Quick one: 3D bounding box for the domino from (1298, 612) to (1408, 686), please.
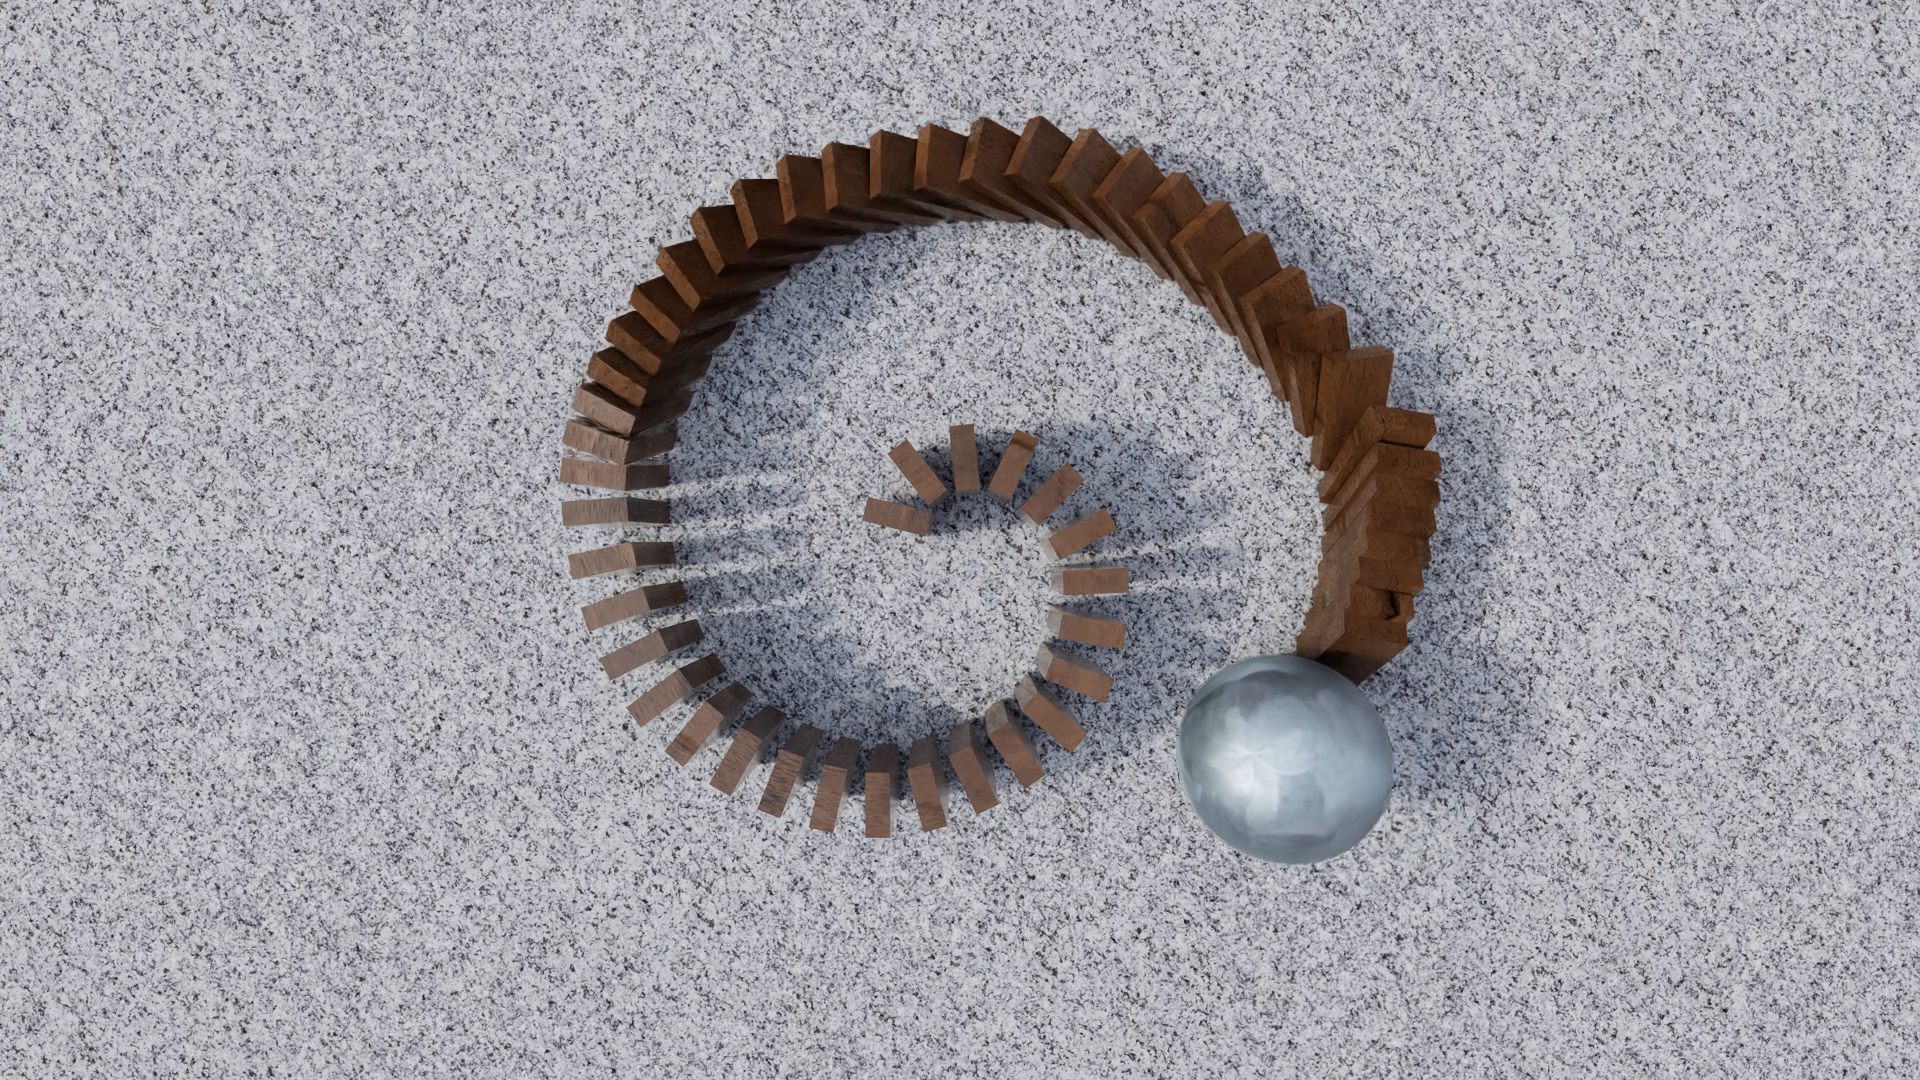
[{"bbox_3d":[0.158,0.047,0.376,0.025,0.050,0.009,12,58,0],"label":"domino"}]

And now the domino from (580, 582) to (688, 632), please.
[{"bbox_3d":[-0.132,0.026,0.375,0.025,0.050,0.009,-19,90,0],"label":"domino"}]

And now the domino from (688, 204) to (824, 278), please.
[{"bbox_3d":[-0.083,-0.126,0.380,0.050,0.010,0.025,-26,90,-40],"label":"domino"}]

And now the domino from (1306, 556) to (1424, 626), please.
[{"bbox_3d":[0.165,0.026,0.376,0.025,0.050,0.009,10,57,0],"label":"domino"}]

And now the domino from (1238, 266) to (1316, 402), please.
[{"bbox_3d":[0.137,-0.085,0.383,0.025,0.009,0.050,-34,122,0],"label":"domino"}]

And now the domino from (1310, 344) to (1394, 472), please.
[{"bbox_3d":[0.163,-0.054,0.382,0.025,0.010,0.050,-9,124,-2],"label":"domino"}]

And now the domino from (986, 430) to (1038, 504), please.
[{"bbox_3d":[0.020,-0.029,0.375,0.010,0.050,0.025,25,90,0],"label":"domino"}]

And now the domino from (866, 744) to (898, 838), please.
[{"bbox_3d":[-0.031,0.101,0.375,0.009,0.050,0.025,0,90,0],"label":"domino"}]

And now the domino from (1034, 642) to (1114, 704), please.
[{"bbox_3d":[0.046,0.053,0.375,0.025,0.050,0.010,22,90,0],"label":"domino"}]

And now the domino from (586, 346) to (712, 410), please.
[{"bbox_3d":[-0.126,-0.072,0.376,0.025,0.050,0.009,33,121,0],"label":"domino"}]

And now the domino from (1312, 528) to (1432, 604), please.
[{"bbox_3d":[0.168,0.015,0.376,0.025,0.050,0.009,10,57,0],"label":"domino"}]

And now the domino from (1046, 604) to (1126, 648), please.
[{"bbox_3d":[0.051,0.035,0.375,0.025,0.050,0.009,10,90,0],"label":"domino"}]

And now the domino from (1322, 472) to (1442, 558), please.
[{"bbox_3d":[0.172,-0.008,0.376,0.025,0.050,0.009,9,57,0],"label":"domino"}]

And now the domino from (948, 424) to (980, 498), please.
[{"bbox_3d":[0.002,-0.032,0.375,0.010,0.050,0.025,-6,90,0],"label":"domino"}]

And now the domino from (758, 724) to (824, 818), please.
[{"bbox_3d":[-0.069,0.093,0.375,0.010,0.050,0.025,22,90,0],"label":"domino"}]

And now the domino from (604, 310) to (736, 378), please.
[{"bbox_3d":[-0.118,-0.086,0.377,0.025,0.050,0.010,39,128,0],"label":"domino"}]

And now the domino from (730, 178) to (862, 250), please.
[{"bbox_3d":[-0.067,-0.136,0.381,0.050,0.009,0.025,-17,90,-38],"label":"domino"}]

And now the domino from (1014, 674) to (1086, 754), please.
[{"bbox_3d":[0.036,0.070,0.375,0.025,0.050,0.009,41,90,0],"label":"domino"}]

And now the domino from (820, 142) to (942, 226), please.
[{"bbox_3d":[-0.032,-0.148,0.382,0.050,0.009,0.025,-6,90,-35],"label":"domino"}]

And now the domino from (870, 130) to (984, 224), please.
[{"bbox_3d":[-0.013,-0.151,0.382,0.050,0.009,0.025,0,90,-34],"label":"domino"}]

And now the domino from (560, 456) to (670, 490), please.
[{"bbox_3d":[-0.140,-0.028,0.375,0.025,0.050,0.009,8,96,0],"label":"domino"}]

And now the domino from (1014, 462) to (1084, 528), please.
[{"bbox_3d":[0.036,-0.018,0.375,0.025,0.050,0.009,-44,90,0],"label":"domino"}]

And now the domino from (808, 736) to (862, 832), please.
[{"bbox_3d":[-0.050,0.099,0.375,0.009,0.050,0.025,13,90,0],"label":"domino"}]

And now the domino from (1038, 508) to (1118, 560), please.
[{"bbox_3d":[0.047,-0.002,0.375,0.025,0.050,0.009,-28,90,0],"label":"domino"}]

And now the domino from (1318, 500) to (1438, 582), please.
[{"bbox_3d":[0.170,0.004,0.376,0.025,0.050,0.010,9,57,0],"label":"domino"}]

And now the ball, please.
[{"bbox_3d":[0.127,0.085,0.360,0.080,0.080,0.080,0,90,0],"label":"ball"}]

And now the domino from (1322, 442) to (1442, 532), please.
[{"bbox_3d":[0.172,-0.019,0.376,0.025,0.050,0.010,9,57,0],"label":"domino"}]

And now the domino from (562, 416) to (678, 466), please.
[{"bbox_3d":[-0.137,-0.043,0.375,0.025,0.050,0.009,20,104,0],"label":"domino"}]

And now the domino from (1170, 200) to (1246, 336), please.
[{"bbox_3d":[0.111,-0.113,0.383,0.025,0.010,0.050,-43,122,0],"label":"domino"}]

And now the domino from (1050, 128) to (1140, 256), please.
[{"bbox_3d":[0.063,-0.144,0.382,0.050,0.010,0.025,31,89,-33],"label":"domino"}]

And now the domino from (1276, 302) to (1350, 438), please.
[{"bbox_3d":[0.150,-0.070,0.382,0.025,0.010,0.050,-25,123,0],"label":"domino"}]

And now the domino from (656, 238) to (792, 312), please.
[{"bbox_3d":[-0.097,-0.114,0.379,0.025,0.009,0.050,53,47,0],"label":"domino"}]

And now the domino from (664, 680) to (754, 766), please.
[{"bbox_3d":[-0.101,0.074,0.375,0.009,0.050,0.025,39,90,0],"label":"domino"}]

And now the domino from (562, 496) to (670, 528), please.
[{"bbox_3d":[-0.140,-0.011,0.375,0.025,0.050,0.009,-4,90,0],"label":"domino"}]

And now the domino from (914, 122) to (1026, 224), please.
[{"bbox_3d":[0.006,-0.152,0.382,0.050,0.009,0.025,5,90,-33],"label":"domino"}]

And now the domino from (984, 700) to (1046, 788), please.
[{"bbox_3d":[0.022,0.082,0.375,0.010,0.050,0.025,-35,90,0],"label":"domino"}]

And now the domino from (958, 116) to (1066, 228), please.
[{"bbox_3d":[0.025,-0.152,0.382,0.050,0.010,0.025,13,90,-33],"label":"domino"}]

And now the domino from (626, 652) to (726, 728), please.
[{"bbox_3d":[-0.115,0.060,0.375,0.025,0.050,0.010,-36,90,0],"label":"domino"}]

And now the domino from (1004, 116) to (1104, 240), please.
[{"bbox_3d":[0.044,-0.150,0.382,0.050,0.010,0.025,24,89,-33],"label":"domino"}]

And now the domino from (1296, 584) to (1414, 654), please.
[{"bbox_3d":[0.161,0.036,0.376,0.025,0.050,0.010,12,58,0],"label":"domino"}]

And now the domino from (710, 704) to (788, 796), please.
[{"bbox_3d":[-0.086,0.085,0.375,0.009,0.050,0.025,30,90,0],"label":"domino"}]

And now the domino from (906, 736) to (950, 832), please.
[{"bbox_3d":[-0.013,0.099,0.375,0.010,0.050,0.025,-15,90,0],"label":"domino"}]

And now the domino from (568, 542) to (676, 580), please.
[{"bbox_3d":[-0.137,0.008,0.375,0.025,0.050,0.009,-12,90,0],"label":"domino"}]

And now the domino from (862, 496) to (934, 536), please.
[{"bbox_3d":[-0.024,-0.009,0.375,0.025,0.050,0.010,14,90,0],"label":"domino"}]

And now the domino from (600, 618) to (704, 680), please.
[{"bbox_3d":[-0.124,0.044,0.375,0.025,0.050,0.010,-26,90,0],"label":"domino"}]

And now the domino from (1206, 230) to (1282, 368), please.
[{"bbox_3d":[0.125,-0.100,0.383,0.025,0.010,0.050,-39,122,0],"label":"domino"}]

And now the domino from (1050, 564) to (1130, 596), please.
[{"bbox_3d":[0.052,0.016,0.375,0.025,0.050,0.010,-3,90,0],"label":"domino"}]

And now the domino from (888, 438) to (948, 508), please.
[{"bbox_3d":[-0.016,-0.026,0.375,0.010,0.050,0.025,-38,90,0],"label":"domino"}]

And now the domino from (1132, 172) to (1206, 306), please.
[{"bbox_3d":[0.096,-0.125,0.383,0.025,0.009,0.050,-48,122,0],"label":"domino"}]

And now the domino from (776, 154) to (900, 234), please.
[{"bbox_3d":[-0.050,-0.143,0.381,0.050,0.009,0.025,-9,90,-36],"label":"domino"}]

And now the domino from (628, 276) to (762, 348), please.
[{"bbox_3d":[-0.108,-0.100,0.378,0.025,0.050,0.009,45,133,0],"label":"domino"}]

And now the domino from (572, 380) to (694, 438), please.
[{"bbox_3d":[-0.133,-0.058,0.375,0.025,0.050,0.009,27,113,0],"label":"domino"}]

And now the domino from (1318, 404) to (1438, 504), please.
[{"bbox_3d":[0.170,-0.033,0.377,0.025,0.050,0.010,10,52,0],"label":"domino"}]

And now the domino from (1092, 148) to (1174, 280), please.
[{"bbox_3d":[0.080,-0.135,0.383,0.050,0.010,0.025,37,89,-32],"label":"domino"}]

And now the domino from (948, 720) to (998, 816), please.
[{"bbox_3d":[0.005,0.092,0.375,0.010,0.050,0.025,-26,90,0],"label":"domino"}]
